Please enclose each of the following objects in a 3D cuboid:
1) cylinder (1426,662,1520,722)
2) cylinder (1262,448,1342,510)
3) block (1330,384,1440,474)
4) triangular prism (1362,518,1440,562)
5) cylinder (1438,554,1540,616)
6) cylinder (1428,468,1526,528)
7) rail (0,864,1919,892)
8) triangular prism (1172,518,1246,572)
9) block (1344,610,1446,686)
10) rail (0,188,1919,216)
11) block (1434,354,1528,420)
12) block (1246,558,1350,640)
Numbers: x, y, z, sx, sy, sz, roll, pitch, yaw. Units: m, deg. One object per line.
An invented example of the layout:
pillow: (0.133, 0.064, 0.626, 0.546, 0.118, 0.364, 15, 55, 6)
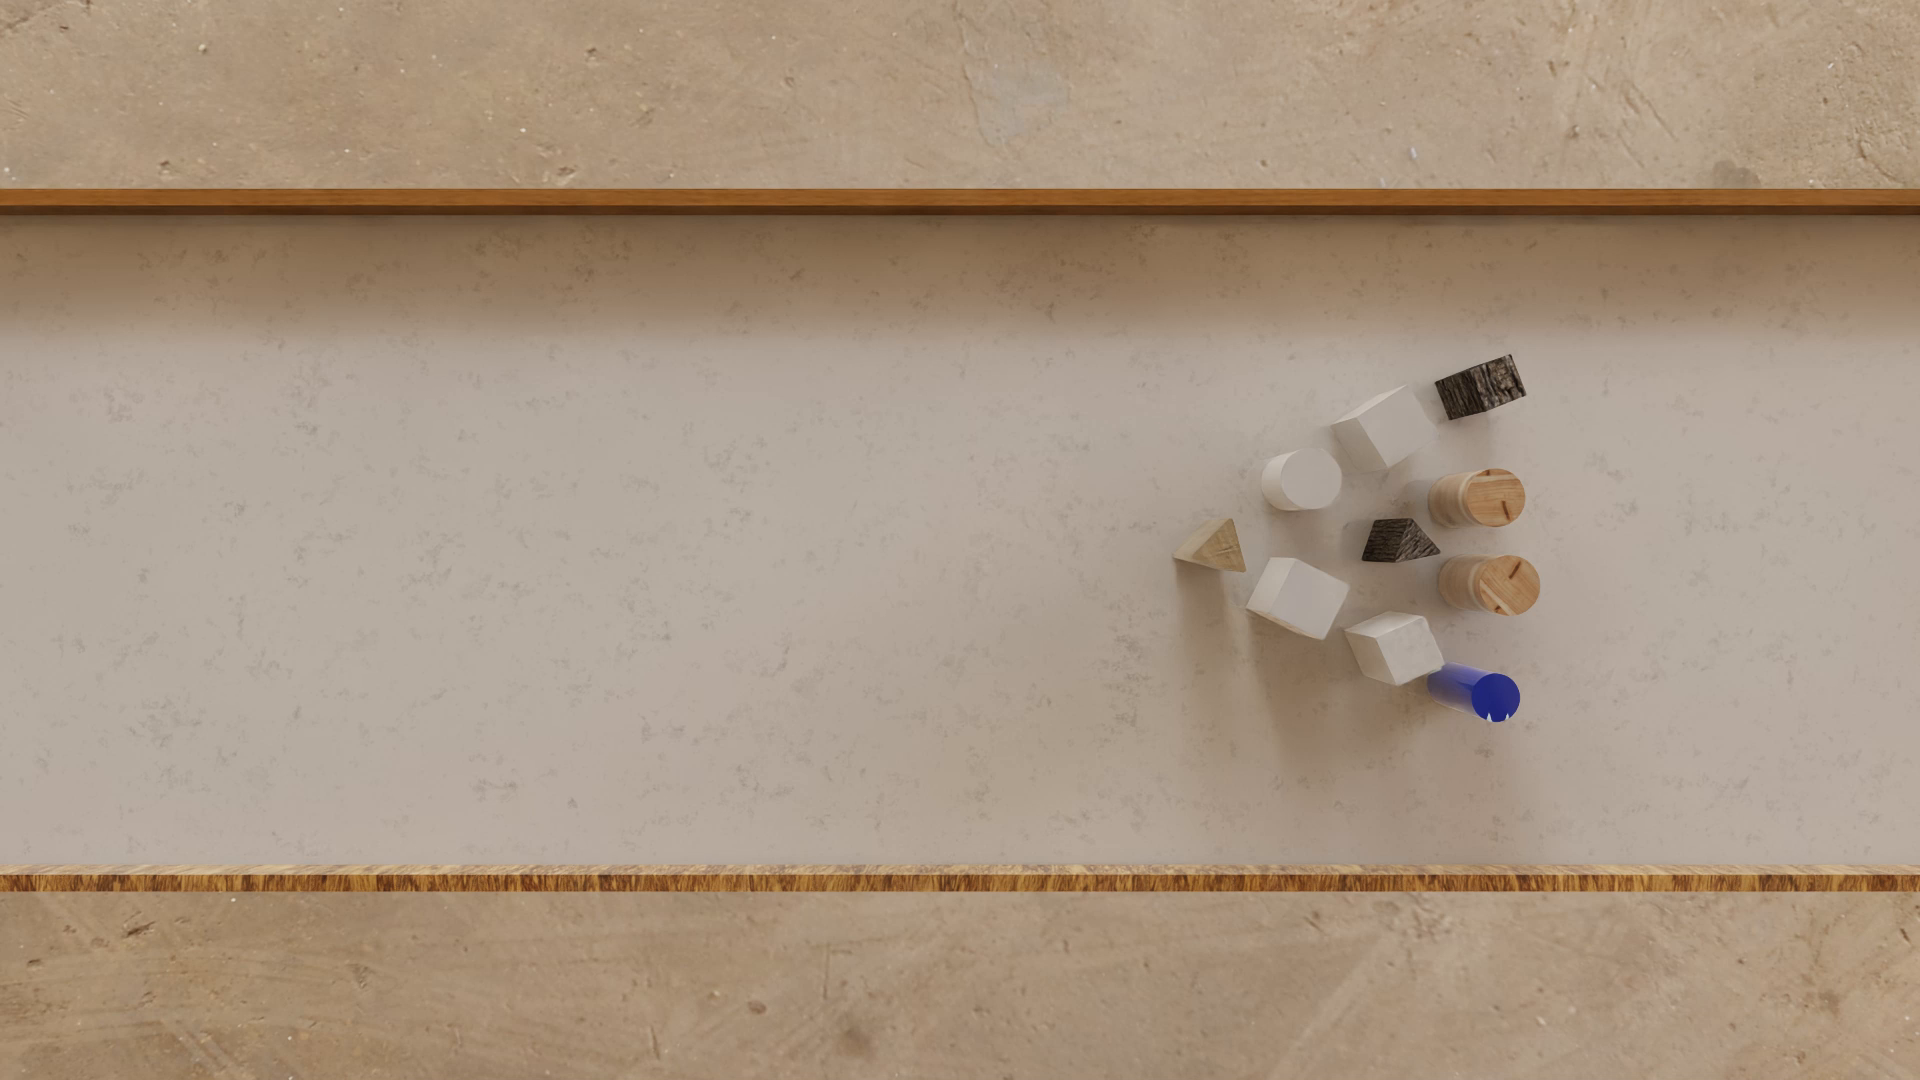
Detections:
cylinder: (1.505, 0.443, 4.855, 0.137, 0.443, 0.137, 0, 90, 0)
cylinder: (1.014, -0.178, 4.921, 0.177, 0.312, 0.177, 0, 90, 0)
block: (1.259, -0.326, 4.908, 0.174, 0.336, 0.174, -32, 90, 0)
triangular prism: (1.291, -0.007, 4.883, 0.132, 0.388, 0.114, -11, 90, 0)
cylinder: (1.555, 0.129, 4.870, 0.172, 0.413, 0.172, 0, 90, 0)
cylinder: (1.522, -0.120, 4.879, 0.167, 0.394, 0.167, 0, 90, 0)
rail: (-2.247, 1.025, 5.001, 12.000, 0.150, 0.050, 0, 90, 0)
triangular prism: (0.745, 0.004, 4.857, 0.156, 0.440, 0.135, 15, 90, 0)
block: (1.280, 0.317, 4.883, 0.151, 0.388, 0.151, -24, 90, 0)
rail: (-2.247, -1.025, 5.002, 12.000, 0.150, 0.050, 0, 90, 0)
block: (1.542, -0.451, 4.900, 0.127, 0.353, 0.127, -22, 90, 0)
block: (0.996, 0.170, 4.887, 0.175, 0.379, 0.175, 26, 90, 0)
